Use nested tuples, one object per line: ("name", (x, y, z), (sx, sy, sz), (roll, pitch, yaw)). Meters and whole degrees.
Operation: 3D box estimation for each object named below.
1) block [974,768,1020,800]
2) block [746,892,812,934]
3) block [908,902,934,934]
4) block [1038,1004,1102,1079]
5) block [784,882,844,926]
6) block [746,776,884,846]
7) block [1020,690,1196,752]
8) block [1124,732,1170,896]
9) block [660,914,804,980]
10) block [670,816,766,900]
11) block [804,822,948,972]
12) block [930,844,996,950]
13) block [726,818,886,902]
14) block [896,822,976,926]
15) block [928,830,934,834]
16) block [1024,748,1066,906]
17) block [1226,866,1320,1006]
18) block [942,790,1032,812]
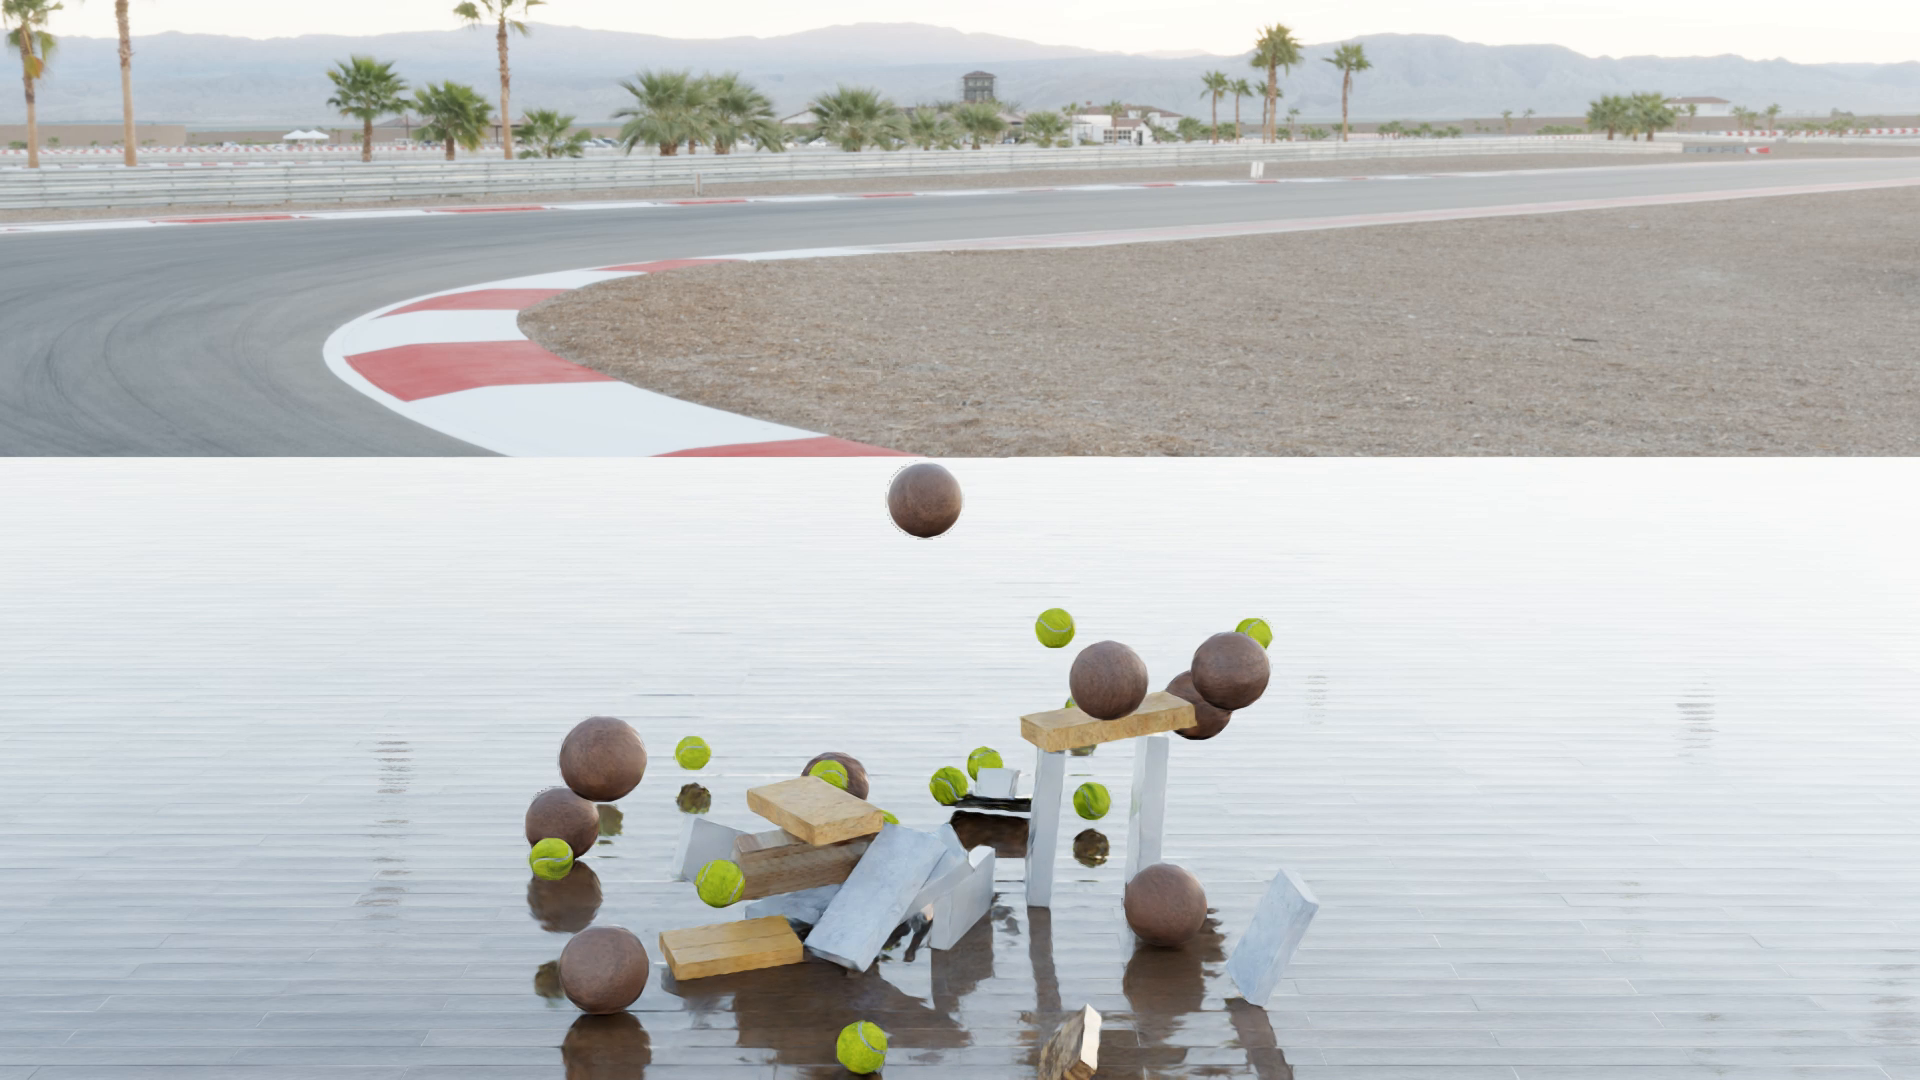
("block", (0.065, 0.430, 3.885), (0.015, 0.053, 0.106), (20, -14, -32))
("block", (-0.247, 0.592, 3.582), (0.099, 0.028, 0.198), (8, 13, 35))
("block", (-0.064, 0.588, 3.531), (0.015, 0.053, 0.106), (-23, 4, 17))
("block", (0.143, 0.688, 2.911), (0.026, 0.090, 0.181), (42, 12, -3))
("block", (-0.181, 0.573, 3.543), (0.103, 0.029, 0.206), (17, 18, 29))
("block", (-0.230, 0.425, 3.465), (0.117, 0.033, 0.235), (-10, 13, -30))
("block", (0.244, 0.300, 3.639), (0.260, 0.037, 0.130), (-8, 8, -17))
("block", (0.311, 0.449, 3.662), (0.037, 0.260, 0.130), (4, 1, -3))
("block", (-0.350, 0.623, 3.367), (0.198, 0.028, 0.099), (-4, 21, -22))
("block", (-0.370, 0.520, 3.561), (0.198, 0.099, 0.028), (24, -18, -38))
("block", (-0.130, 0.547, 3.381), (0.117, 0.033, 0.235), (7, 53, 46))
("block", (0.006, 0.568, 3.502), (0.029, 0.103, 0.206), (8, 12, 19))
("block", (-0.242, 0.502, 3.479), (0.244, 0.117, 0.033), (-7, 43, -23))
("block", (-0.082, 0.534, 3.412), (0.206, 0.029, 0.103), (-35, 34, 2))
("block", (-0.042, 0.540, 3.647), (0.015, 0.053, 0.106), (-23, 38, 27))
("block", (0.140, 0.461, 3.645), (0.037, 0.260, 0.130), (5, 11, -2))
("block", (0.455, 0.578, 3.204), (0.026, 0.181, 0.090), (18, 18, -23))
("block", (0.065, 0.483, 4.070), (0.181, 0.026, 0.090), (2, -2, 17))
